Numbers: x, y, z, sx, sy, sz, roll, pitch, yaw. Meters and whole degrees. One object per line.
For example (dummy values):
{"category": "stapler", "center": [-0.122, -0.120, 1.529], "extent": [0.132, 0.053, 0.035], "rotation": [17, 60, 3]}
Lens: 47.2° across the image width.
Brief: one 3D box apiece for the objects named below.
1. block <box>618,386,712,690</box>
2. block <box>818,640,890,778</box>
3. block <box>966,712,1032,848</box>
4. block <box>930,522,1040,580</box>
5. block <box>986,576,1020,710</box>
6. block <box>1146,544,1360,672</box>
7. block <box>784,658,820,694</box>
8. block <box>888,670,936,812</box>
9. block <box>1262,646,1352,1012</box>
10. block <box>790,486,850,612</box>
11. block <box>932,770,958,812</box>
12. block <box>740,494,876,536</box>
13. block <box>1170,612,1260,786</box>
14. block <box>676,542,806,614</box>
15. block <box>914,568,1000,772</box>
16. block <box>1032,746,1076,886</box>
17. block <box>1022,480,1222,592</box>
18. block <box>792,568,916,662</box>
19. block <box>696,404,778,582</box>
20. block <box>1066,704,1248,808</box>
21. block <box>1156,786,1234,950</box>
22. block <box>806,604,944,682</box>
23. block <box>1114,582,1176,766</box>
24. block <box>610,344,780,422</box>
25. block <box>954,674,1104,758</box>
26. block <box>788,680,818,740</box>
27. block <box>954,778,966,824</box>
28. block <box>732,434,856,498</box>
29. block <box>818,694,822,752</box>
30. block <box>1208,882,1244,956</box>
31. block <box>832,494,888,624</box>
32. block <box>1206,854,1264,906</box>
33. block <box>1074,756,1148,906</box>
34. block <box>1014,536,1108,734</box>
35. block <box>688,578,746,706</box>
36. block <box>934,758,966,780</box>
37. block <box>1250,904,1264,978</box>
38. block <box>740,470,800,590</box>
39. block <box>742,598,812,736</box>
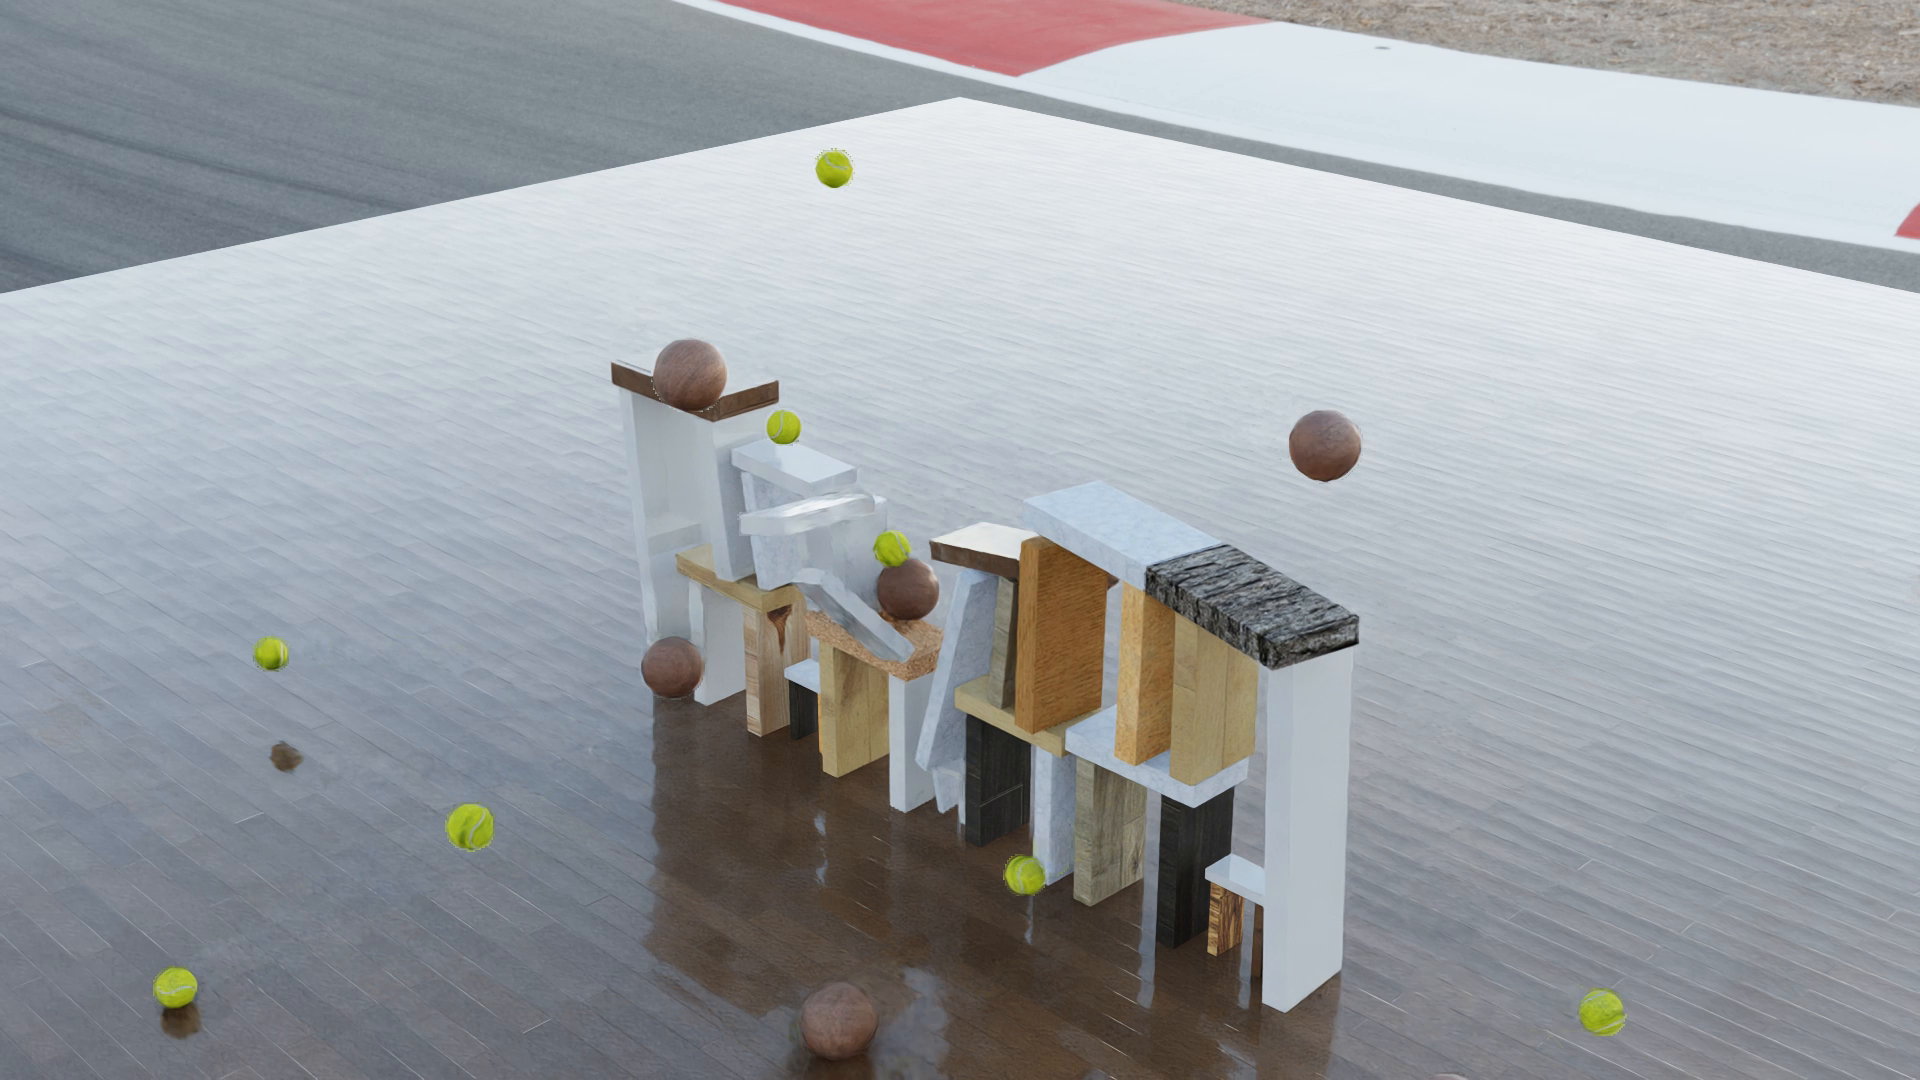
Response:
{"category": "block", "center": [-0.635, -0.020, 4.911], "extent": [0.176, 0.698, 0.050], "rotation": [-18, 23, -36]}
{"category": "block", "center": [-0.219, 0.327, 4.595], "extent": [0.044, 0.308, 0.154], "rotation": [20, 30, 40]}
{"category": "block", "center": [0.076, 0.449, 4.335], "extent": [0.041, 0.286, 0.143], "rotation": [22, 31, 40]}
{"category": "block", "center": [0.084, 0.020, 4.142], "extent": [0.137, 0.039, 0.274], "rotation": [-19, 20, -37]}
{"category": "block", "center": [0.125, 0.175, 4.156], "extent": [0.137, 0.275, 0.039], "rotation": [-20, 37, -39]}
{"category": "block", "center": [0.482, 0.107, 3.656], "extent": [0.175, 0.049, 0.349], "rotation": [-14, 27, -27]}
{"category": "block", "center": [-0.301, 0.294, 4.682], "extent": [0.140, 0.020, 0.070], "rotation": [21, 31, 41]}
{"category": "block", "center": [-0.073, 0.384, 4.462], "extent": [0.044, 0.308, 0.154], "rotation": [20, 30, 40]}
{"category": "block", "center": [0.593, 0.468, 3.759], "extent": [0.049, 0.698, 0.175], "rotation": [18, 30, 39]}
{"category": "block", "center": [-0.273, 0.010, 4.528], "extent": [0.124, 0.248, 0.035], "rotation": [-19, 18, -37]}
{"category": "block", "center": [-0.030, 0.499, 4.461], "extent": [0.013, 0.095, 0.047], "rotation": [6, 23, 41]}
{"category": "block", "center": [-0.293, -0.050, 4.243], "extent": [0.121, 0.034, 0.243], "rotation": [3, 13, 42]}
{"category": "block", "center": [0.450, 0.240, 3.855], "extent": [0.175, 0.349, 0.049], "rotation": [-21, 30, -40]}
{"category": "block", "center": [-0.463, 0.073, 4.760], "extent": [0.151, 0.043, 0.302], "rotation": [-20, 30, -39]}
{"category": "block", "center": [0.018, 0.244, 4.290], "extent": [0.137, 0.493, 0.039], "rotation": [-18, 48, -34]}
{"category": "block", "center": [0.207, 0.504, 4.206], "extent": [0.143, 0.286, 0.041], "rotation": [-21, 31, -40]}
{"category": "block", "center": [0.286, -0.012, 3.929], "extent": [0.175, 0.050, 0.351], "rotation": [-15, 28, -31]}
{"category": "block", "center": [-0.205, 0.145, 4.242], "extent": [0.034, 0.243, 0.122], "rotation": [-54, 23, -17]}
{"category": "block", "center": [-0.457, -0.107, 4.673], "extent": [0.050, 0.353, 0.176], "rotation": [11, 24, 41]}
{"category": "block", "center": [0.357, 0.389, 4.007], "extent": [0.305, 0.043, 0.153], "rotation": [21, 31, 40]}
{"category": "block", "center": [0.428, 0.578, 4.007], "extent": [0.153, 0.305, 0.043], "rotation": [-21, 31, -40]}
{"category": "block", "center": [-0.154, 0.195, 4.457], "extent": [0.154, 0.044, 0.308], "rotation": [-20, 30, -39]}
{"category": "block", "center": [0.360, 0.212, 3.919], "extent": [0.175, 0.351, 0.050], "rotation": [-21, 32, -40]}
{"category": "block", "center": [-0.568, -0.338, 4.699], "extent": [0.176, 0.050, 0.353], "rotation": [-21, 30, -40]}
{"category": "block", "center": [0.140, 0.326, 4.208], "extent": [0.143, 0.041, 0.286], "rotation": [-21, 30, -40]}
{"category": "block", "center": [-0.334, 0.355, 4.744], "extent": [0.020, 0.140, 0.070], "rotation": [21, 31, 41]}
{"category": "block", "center": [0.016, 0.517, 4.420], "extent": [0.047, 0.094, 0.013], "rotation": [-21, 20, -41]}
{"category": "block", "center": [-0.344, -0.152, 4.536], "extent": [0.124, 0.035, 0.248], "rotation": [-21, 32, -40]}
{"category": "block", "center": [-0.268, 0.381, 4.683], "extent": [0.020, 0.140, 0.070], "rotation": [21, 31, 41]}
{"category": "block", "center": [0.484, 0.673, 3.985], "extent": [0.021, 0.149, 0.074], "rotation": [21, 31, 41]}
{"category": "block", "center": [-0.203, 0.042, 4.450], "extent": [0.034, 0.243, 0.121], "rotation": [20, 30, 38]}
{"category": "block", "center": [0.519, 0.608, 3.920], "extent": [0.148, 0.021, 0.074], "rotation": [21, 31, 41]}
{"category": "block", "center": [0.285, 0.523, 4.139], "extent": [0.153, 0.305, 0.043], "rotation": [-21, 31, -40]}
{"category": "block", "center": [0.188, 0.160, 4.065], "extent": [0.175, 0.373, 0.050], "rotation": [-17, 30, -37]}
{"category": "block", "center": [-0.526, 0.203, 4.896], "extent": [0.043, 0.302, 0.151], "rotation": [20, 30, 39]}
{"category": "block", "center": [-0.015, 0.455, 4.427], "extent": [0.095, 0.013, 0.047], "rotation": [18, 30, 36]}
{"category": "block", "center": [0.554, 0.700, 3.921], "extent": [0.021, 0.148, 0.074], "rotation": [21, 31, 41]}
{"category": "block", "center": [-0.384, -0.035, 4.629], "extent": [0.124, 0.255, 0.035], "rotation": [-21, 21, -40]}
{"category": "block", "center": [-0.393, 0.260, 4.762], "extent": [0.151, 0.302, 0.043], "rotation": [-21, 31, -40]}
